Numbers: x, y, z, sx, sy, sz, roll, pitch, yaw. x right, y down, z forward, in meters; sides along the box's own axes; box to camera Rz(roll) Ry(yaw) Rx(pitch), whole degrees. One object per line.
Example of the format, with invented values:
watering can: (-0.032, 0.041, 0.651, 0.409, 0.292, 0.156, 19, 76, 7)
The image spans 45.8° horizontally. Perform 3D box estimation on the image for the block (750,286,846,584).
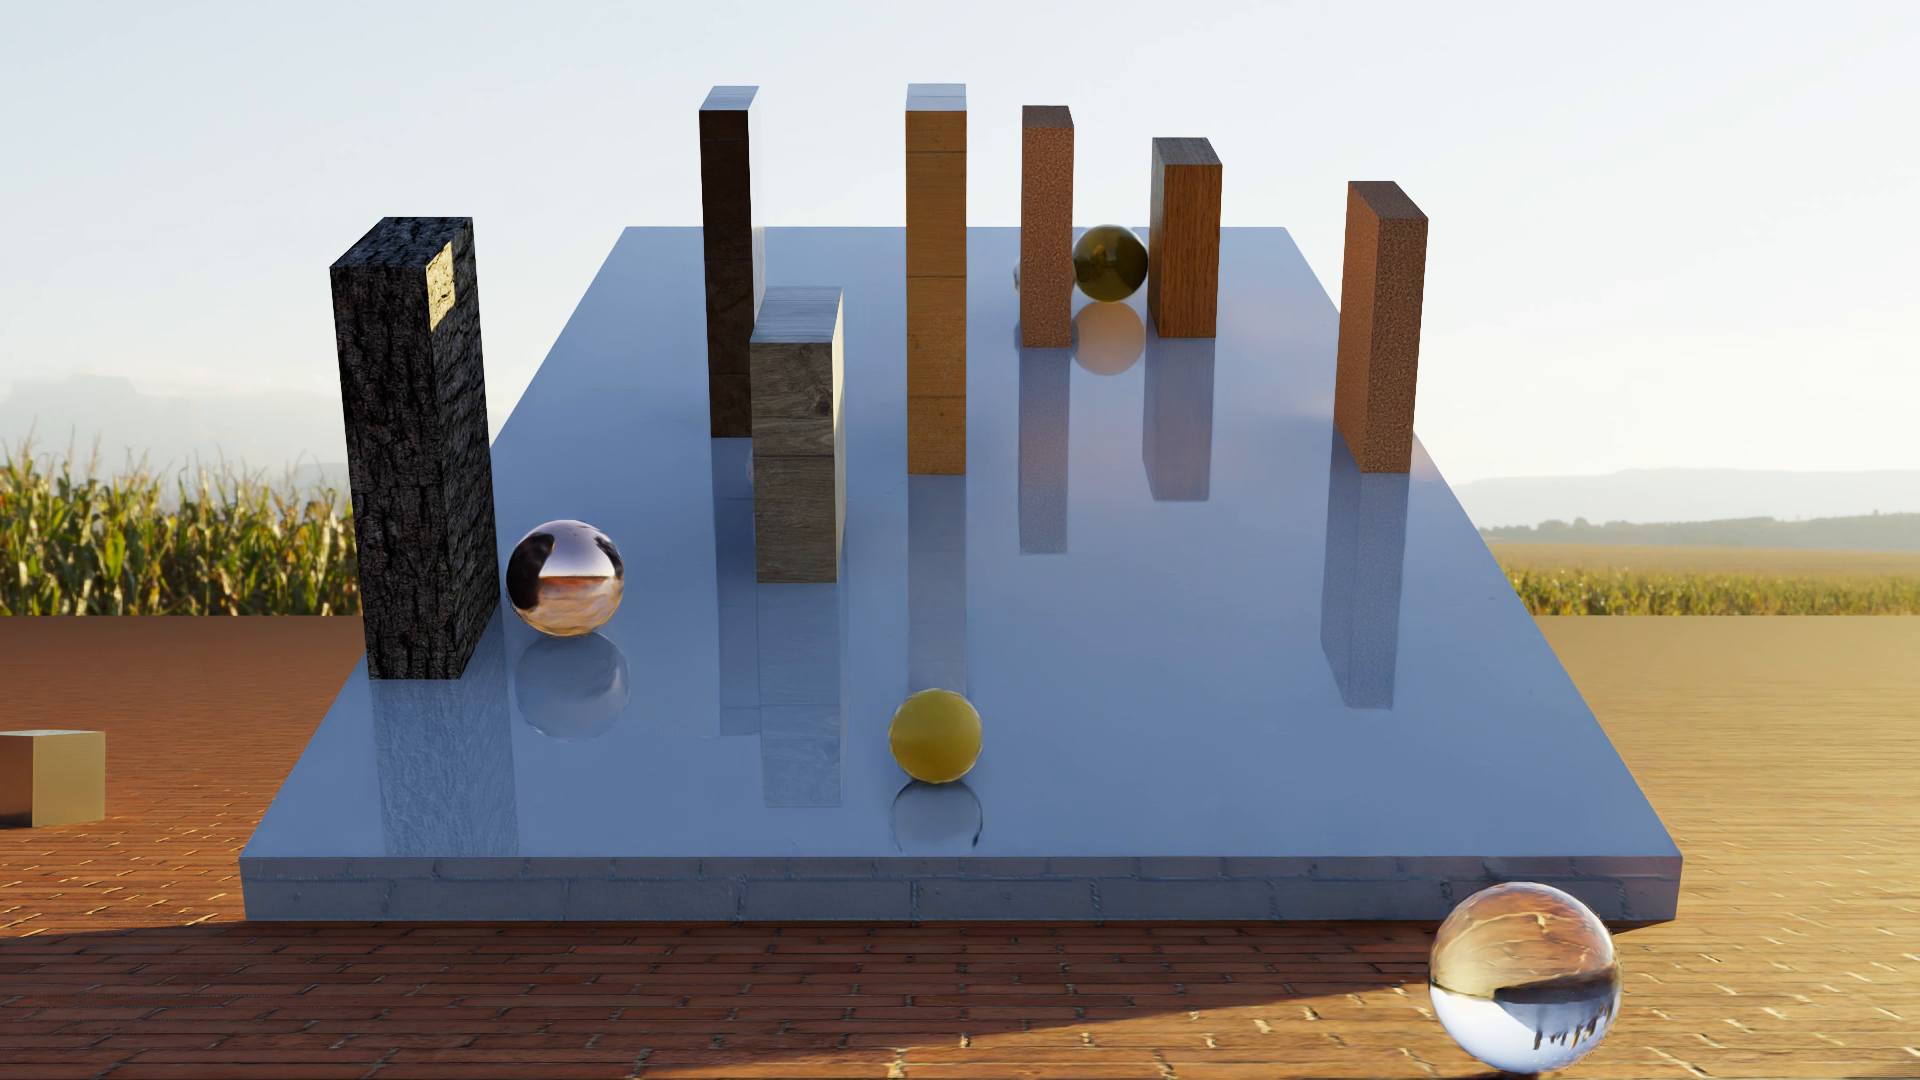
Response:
block: (-0.296, -0.204, 4.227, 0.145, 0.451, 0.406, 0, 20, 0)

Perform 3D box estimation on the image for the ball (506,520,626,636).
ball: (-0.670, 0.065, 3.864, 0.199, 0.199, 0.199, 0, -2, 0)

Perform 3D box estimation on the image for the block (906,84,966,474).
block: (-0.048, -0.545, 4.719, 0.121, 0.749, 0.336, 0, 20, 0)

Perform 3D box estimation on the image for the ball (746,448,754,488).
ball: (-0.364, -0.146, 4.534, 0.129, 0.129, 0.129, 0, -2, 0)

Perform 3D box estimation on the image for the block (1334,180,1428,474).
block: (0.882, -0.455, 4.789, 0.099, 0.535, 0.379, 0, 20, 0)

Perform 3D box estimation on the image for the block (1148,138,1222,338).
block: (0.570, -0.777, 5.798, 0.142, 0.436, 0.372, 0, 20, 0)

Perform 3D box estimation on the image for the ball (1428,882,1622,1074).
ball: (0.531, 0.412, 2.138, 0.178, 0.178, 0.178, 0, -2, 0)

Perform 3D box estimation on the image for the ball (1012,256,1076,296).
ball: (0.221, -0.690, 5.949, 0.167, 0.167, 0.167, 0, -2, 0)

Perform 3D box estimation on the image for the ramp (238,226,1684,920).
ramp: (-0.005, -0.210, 5.037, 2.000, 0.100, 4.000, 0, 20, 0)

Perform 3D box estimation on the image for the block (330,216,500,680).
block: (-0.891, -0.157, 3.759, 0.148, 0.687, 0.361, 0, 20, 0)

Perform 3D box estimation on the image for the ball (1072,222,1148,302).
ball: (0.394, -0.733, 6.007, 0.208, 0.208, 0.208, 0, -2, 0)

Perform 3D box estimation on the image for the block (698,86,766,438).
block: (-0.489, -0.609, 4.950, 0.102, 0.707, 0.316, 0, 20, 0)

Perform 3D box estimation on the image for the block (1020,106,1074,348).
block: (0.214, -0.784, 5.660, 0.116, 0.545, 0.309, 0, 20, 0)

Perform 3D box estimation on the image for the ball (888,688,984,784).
ball: (-0.035, 0.289, 3.348, 0.140, 0.140, 0.140, 0, -2, 0)

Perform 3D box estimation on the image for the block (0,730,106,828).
block: (-1.889, 0.486, 4.652, 0.182, 0.182, 0.182, -1, -2, 27)
